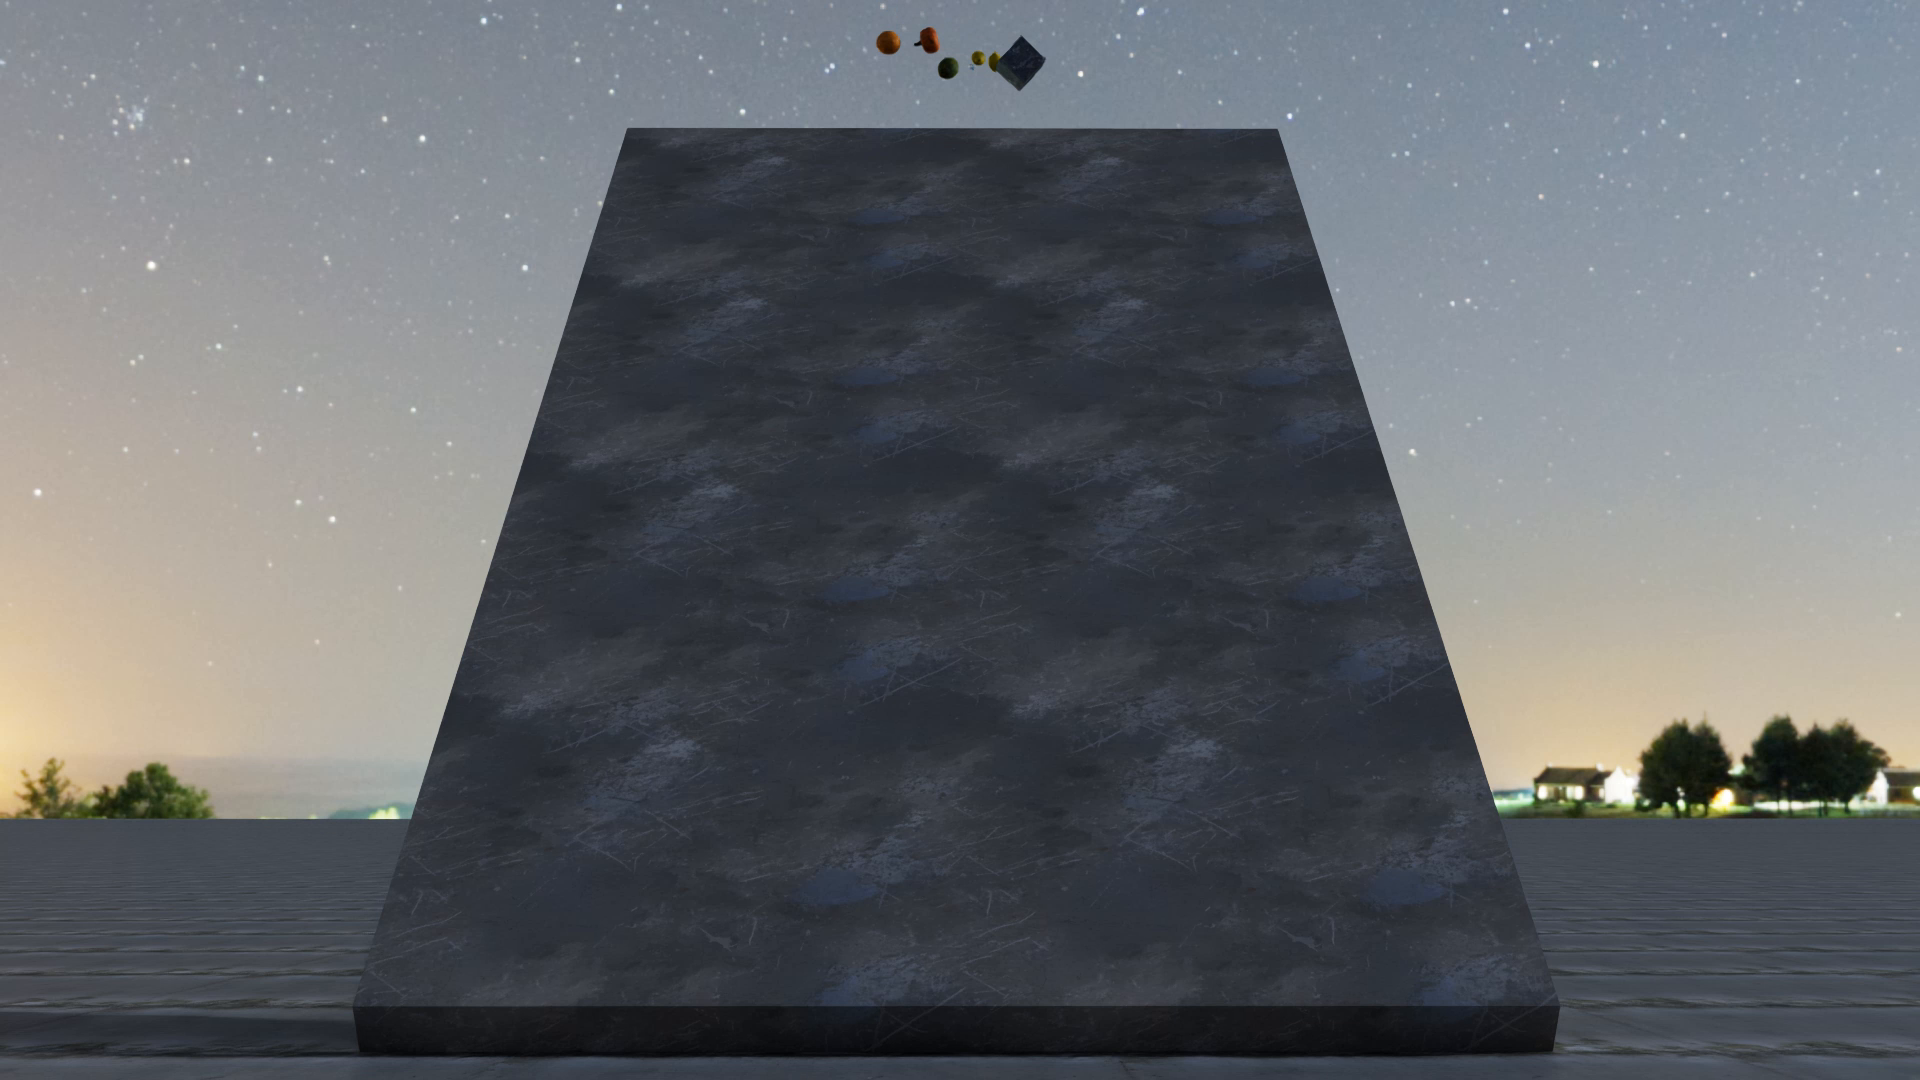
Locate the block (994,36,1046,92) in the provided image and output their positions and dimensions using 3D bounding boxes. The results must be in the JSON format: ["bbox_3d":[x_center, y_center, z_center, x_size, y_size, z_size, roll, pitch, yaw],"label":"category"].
[{"bbox_3d":[0.176,-1.392,7.092,0.098,0.098,0.098,42,-7,-2],"label":"block"}]

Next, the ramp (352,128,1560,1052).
[{"bbox_3d":[-0.014,-0.204,5.761,2.000,0.100,4.000,0,31,0],"label":"ramp"}]
